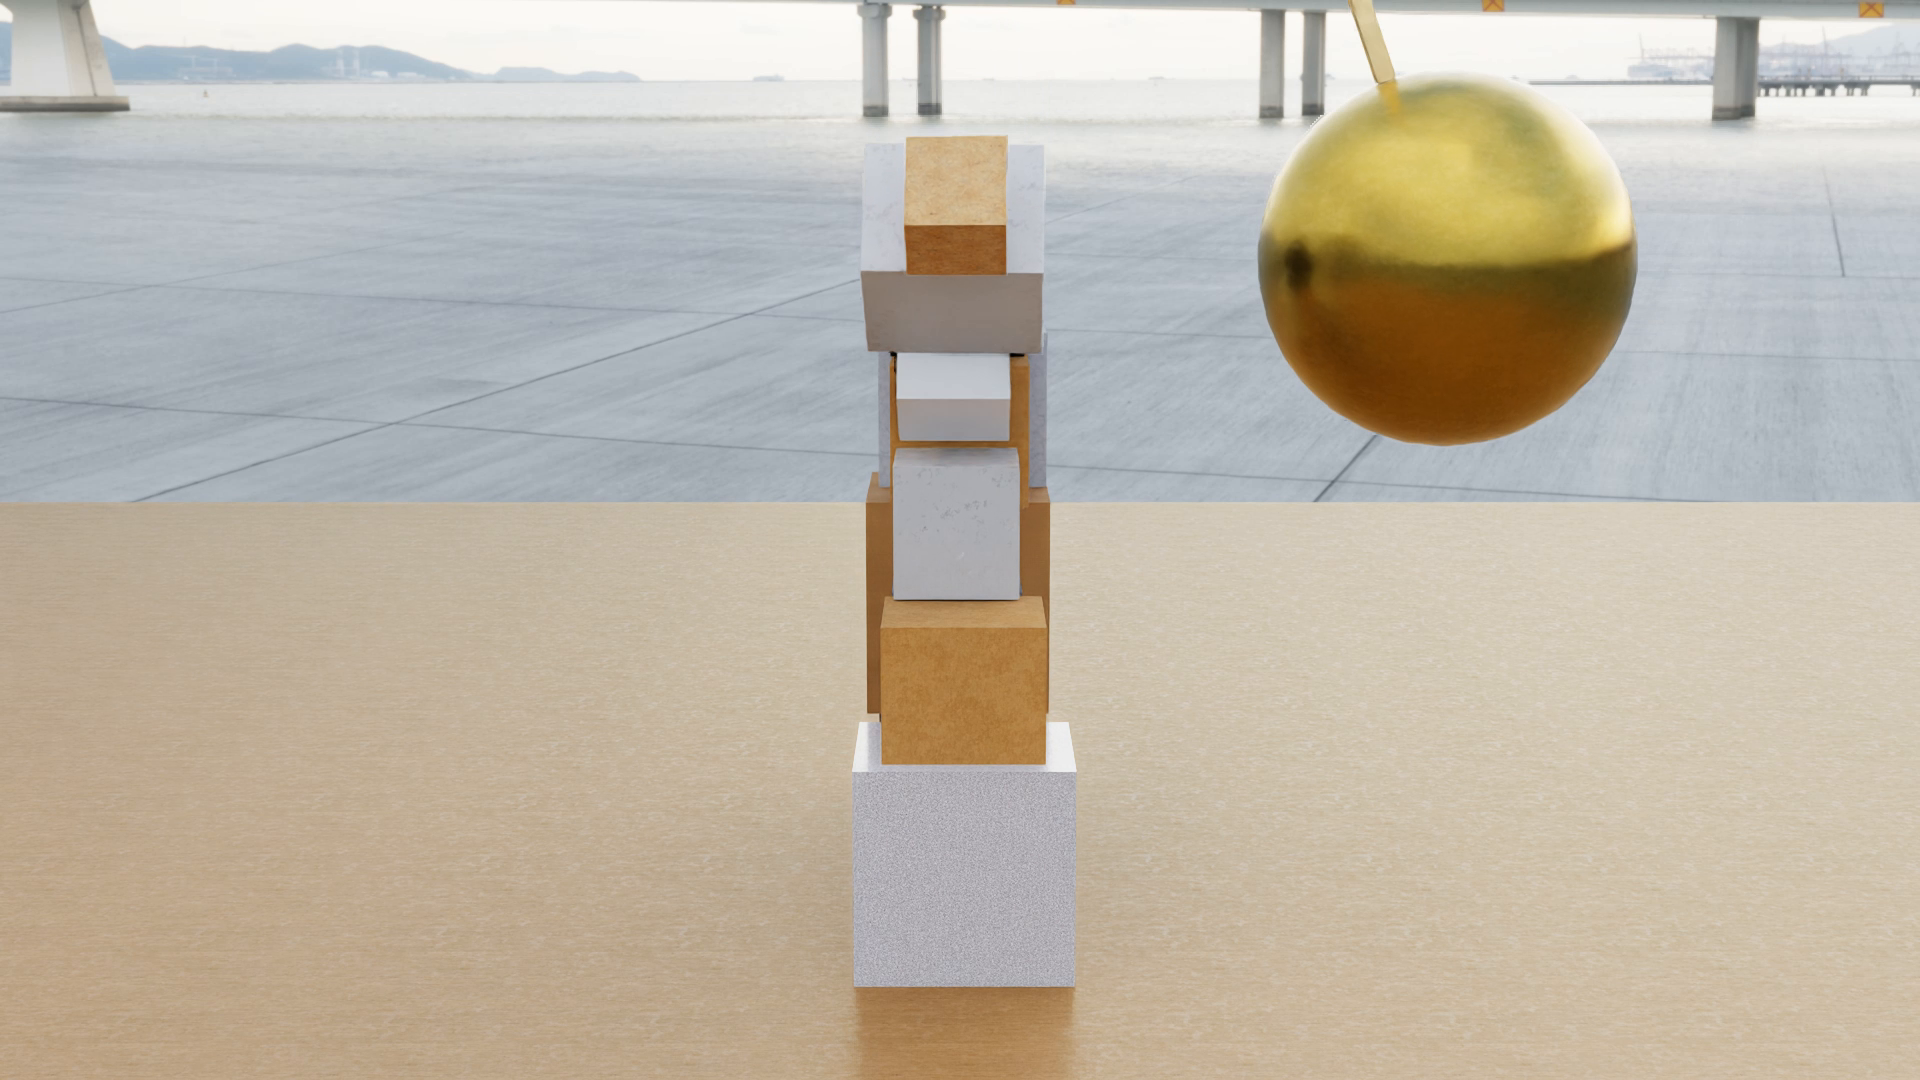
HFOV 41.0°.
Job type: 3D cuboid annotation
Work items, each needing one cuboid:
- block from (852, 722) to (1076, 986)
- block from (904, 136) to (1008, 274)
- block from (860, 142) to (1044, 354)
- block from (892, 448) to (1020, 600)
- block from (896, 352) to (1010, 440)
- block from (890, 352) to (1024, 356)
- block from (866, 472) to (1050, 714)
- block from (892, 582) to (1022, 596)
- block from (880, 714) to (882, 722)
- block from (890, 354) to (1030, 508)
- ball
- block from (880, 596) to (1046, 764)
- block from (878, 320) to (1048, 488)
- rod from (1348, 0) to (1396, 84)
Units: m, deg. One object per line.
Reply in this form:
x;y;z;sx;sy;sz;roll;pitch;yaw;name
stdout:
0.017;1.246;10.291;0.861;0.866;0.762;0;10;0;block
-0.012;-1.256;9.640;0.377;0.395;0.343;0;-26;1;block
-0.019;-1.145;10.117;0.693;0.584;0.607;1;-26;1;block
-0.014;-0.074;10.536;0.506;0.542;0.523;0;10;0;block
-0.024;-0.707;10.468;0.452;0.483;0.380;0;-23;0;block
-0.010;-1.179;10.987;0.579;0.582;0.528;0;53;0;block
-0.009;0.219;11.430;0.787;0.925;0.855;0;10;0;block
-0.013;0.445;10.762;0.534;0.550;0.530;0;9;0;block
0.008;1.023;11.766;0.728;0.777;0.827;0;10;0;block
-0.001;-0.479;11.007;0.582;0.600;0.546;0;10;0;block
2.074;-1.201;10.962;1.600;1.600;1.600;0;10;0;ball
0.014;0.549;10.188;0.636;0.542;0.605;0;10;0;block
0.011;-0.632;11.620;0.739;0.683;0.698;0;10;0;block
0.899;-4.340;10.391;0.080;5.200;0.080;-20;10;4;rod
